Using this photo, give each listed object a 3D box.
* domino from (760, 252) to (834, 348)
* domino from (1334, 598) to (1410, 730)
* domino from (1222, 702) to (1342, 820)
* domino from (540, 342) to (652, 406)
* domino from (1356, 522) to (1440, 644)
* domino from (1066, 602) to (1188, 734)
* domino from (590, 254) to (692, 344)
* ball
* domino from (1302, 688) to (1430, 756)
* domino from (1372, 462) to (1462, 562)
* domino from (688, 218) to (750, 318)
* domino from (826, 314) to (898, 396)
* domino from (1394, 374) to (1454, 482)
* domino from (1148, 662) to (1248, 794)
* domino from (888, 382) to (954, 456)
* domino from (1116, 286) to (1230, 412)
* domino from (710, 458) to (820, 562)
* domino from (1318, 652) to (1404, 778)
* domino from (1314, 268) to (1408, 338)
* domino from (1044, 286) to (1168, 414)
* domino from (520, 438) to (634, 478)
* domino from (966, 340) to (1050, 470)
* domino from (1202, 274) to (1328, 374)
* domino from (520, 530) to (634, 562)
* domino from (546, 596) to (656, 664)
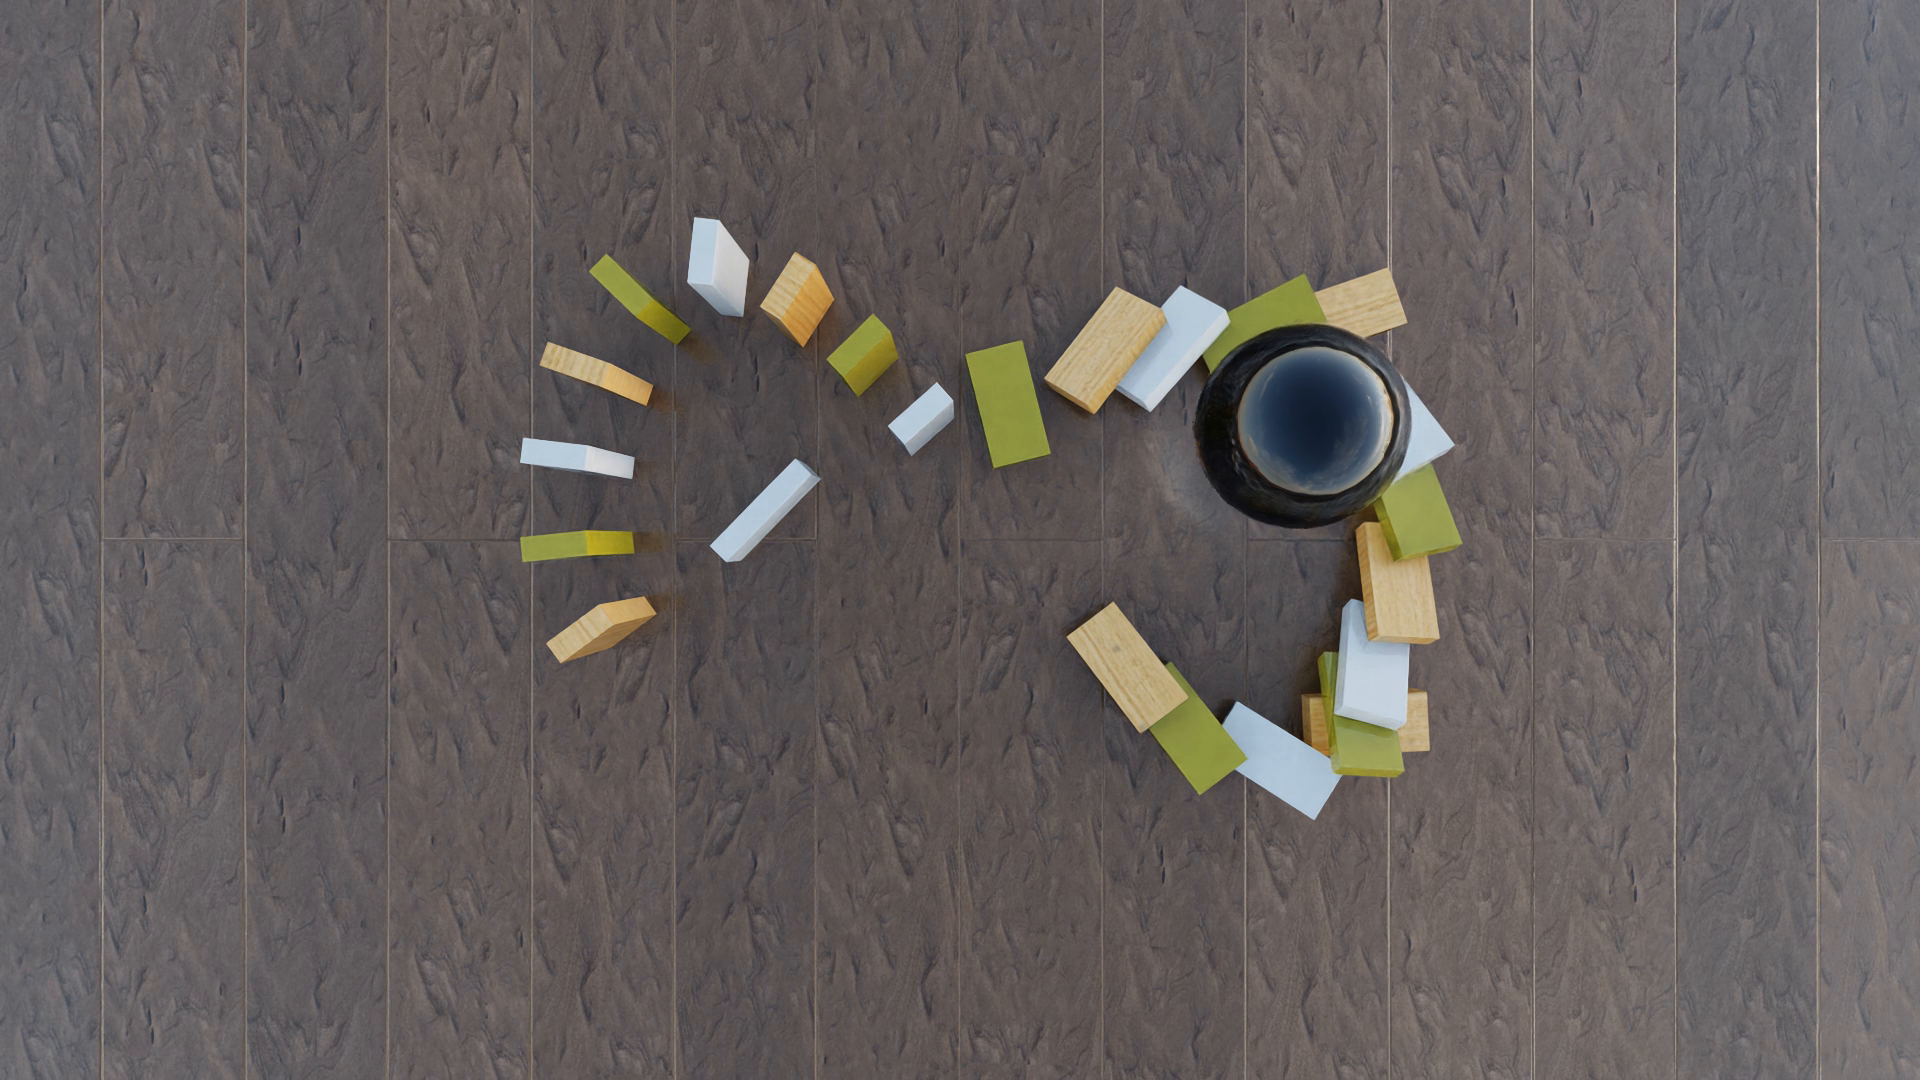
[{"bbox_3d":[-0.066,-0.097,0.375,0.010,0.050,0.025,33,90,0],"label":"domino"},{"bbox_3d":[0.172,0.051,0.382,0.025,0.010,0.050,15,61,7],"label":"domino"},{"bbox_3d":[0.133,0.093,0.389,0.050,0.009,0.025,32,90,15],"label":"domino"},{"bbox_3d":[-0.147,-0.067,0.375,0.025,0.050,0.010,19,90,0],"label":"domino"},{"bbox_3d":[0.184,0.018,0.387,0.025,0.010,0.050,3,69,0],"label":"domino"},{"bbox_3d":[0.071,0.054,0.389,0.025,0.010,0.050,-37,74,0],"label":"domino"},{"bbox_3d":[-0.129,-0.097,0.375,0.025,0.050,0.009,44,90,0],"label":"domino"},{"bbox_3d":[0.133,-0.044,0.360,0.080,0.080,0.080,0,90,0],"label":"ball"},{"bbox_3d":[0.175,0.079,0.395,0.050,0.010,0.025,-3,90,0],"label":"domino"},{"bbox_3d":[0.189,-0.018,0.388,0.025,0.010,0.050,-12,72,0],"label":"domino"},{"bbox_3d":[-0.098,-0.110,0.375,0.009,0.050,0.025,6,90,0],"label":"domino"},{"bbox_3d":[-0.039,-0.074,0.375,0.025,0.050,0.010,-44,90,0],"label":"domino"},{"bbox_3d":[0.181,-0.053,0.388,0.025,0.009,0.050,-29,73,0],"label":"domino"},{"bbox_3d":[0.095,0.079,0.389,0.025,0.009,0.050,-37,74,0],"label":"domino"},{"bbox_3d":[-0.015,-0.048,0.375,0.025,0.050,0.010,-42,90,0],"label":"domino"},{"bbox_3d":[0.087,-0.081,0.388,0.050,0.009,0.025,-49,55,2],"label":"domino"},{"bbox_3d":[-0.082,-0.012,0.388,0.010,0.025,0.050,44,90,0],"label":"domino"},{"bbox_3d":[0.166,0.072,0.382,0.025,0.009,0.050,3,60,3],"label":"domino"},{"bbox_3d":[0.163,-0.096,0.395,0.050,0.010,0.025,-19,90,0],"label":"domino"},{"bbox_3d":[0.062,-0.081,0.389,0.025,0.009,0.050,38,90,32],"label":"domino"},{"bbox_3d":[-0.155,-0.033,0.375,0.025,0.050,0.010,7,90,0],"label":"domino"},{"bbox_3d":[0.020,-0.058,0.395,0.025,0.009,0.050,-14,90,0],"label":"domino"},{"bbox_3d":[0.127,-0.089,0.389,0.050,0.009,0.025,-25,90,16],"label":"domino"},{"bbox_3d":[-0.155,0.002,0.375,0.025,0.050,0.010,-6,90,0],"label":"domino"},{"bbox_3d":[-0.145,0.036,0.375,0.025,0.050,0.009,-36,90,0],"label":"domino"}]
